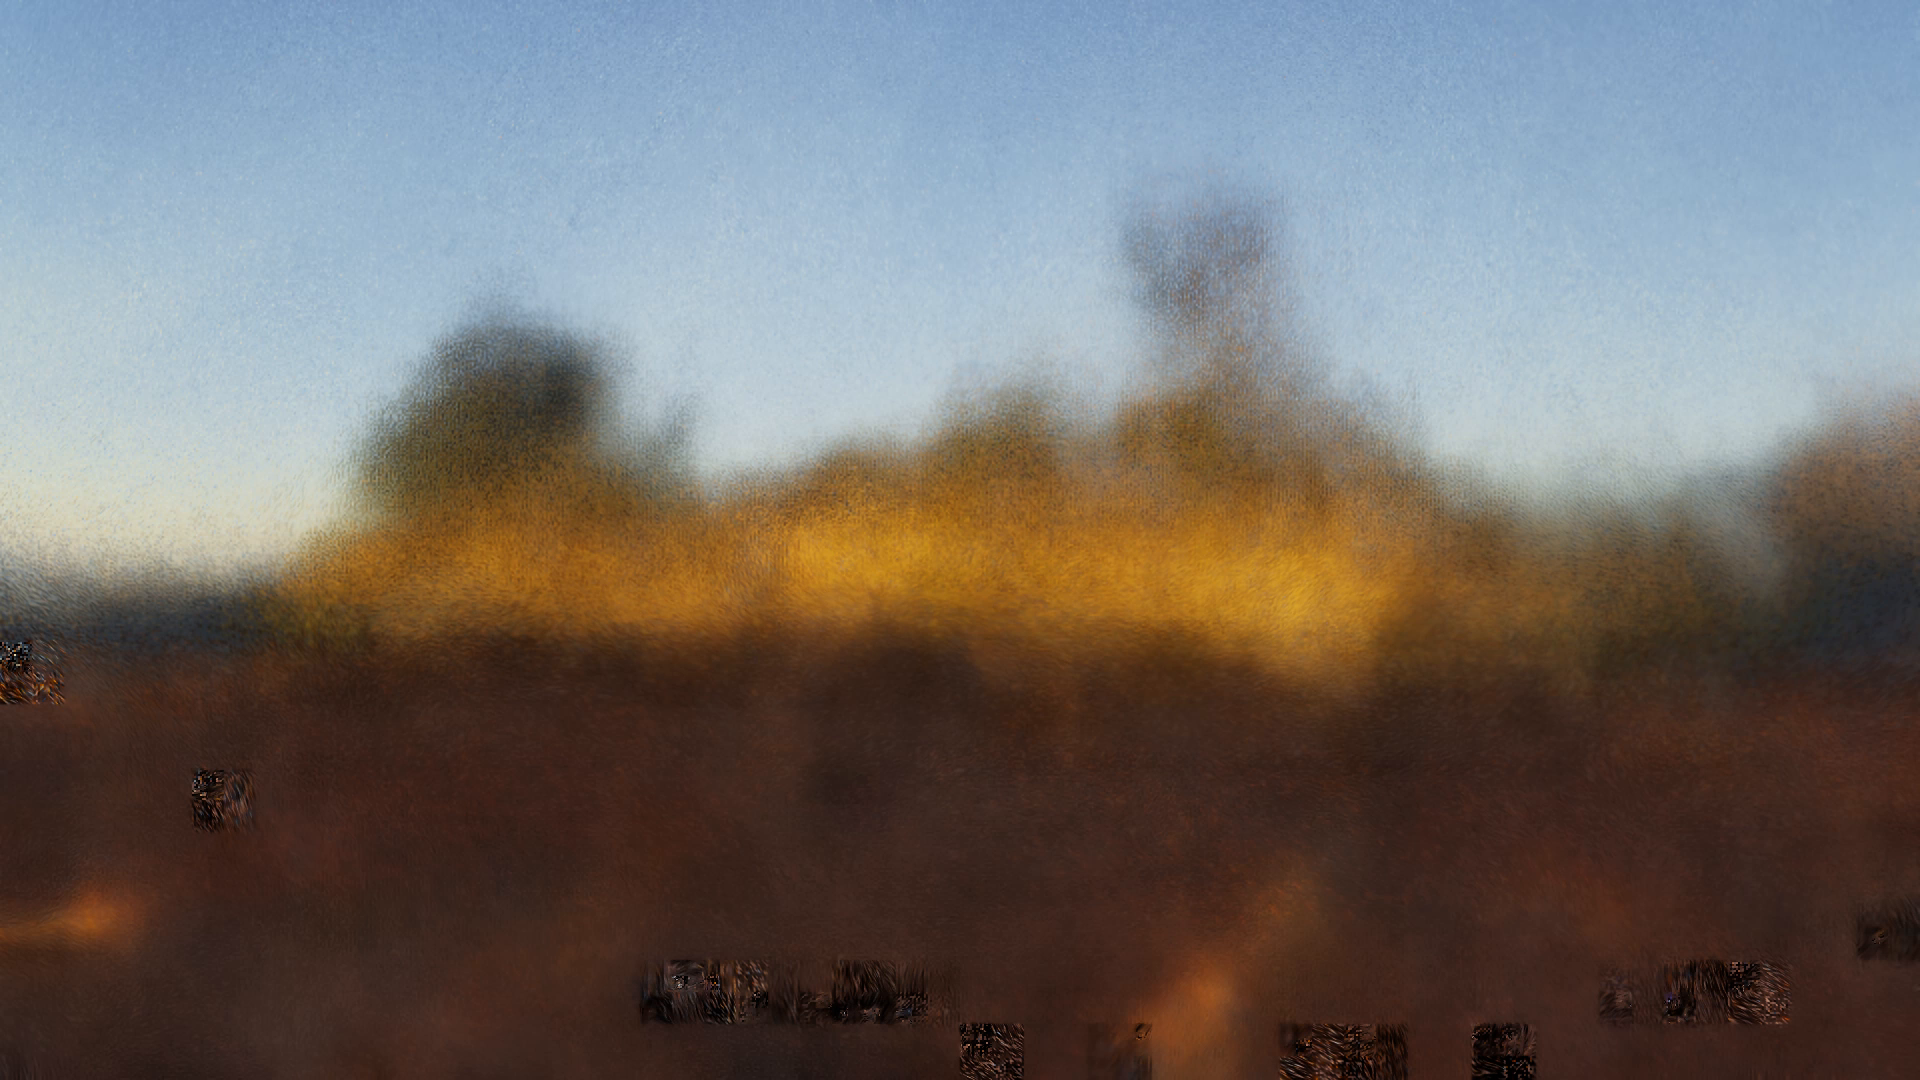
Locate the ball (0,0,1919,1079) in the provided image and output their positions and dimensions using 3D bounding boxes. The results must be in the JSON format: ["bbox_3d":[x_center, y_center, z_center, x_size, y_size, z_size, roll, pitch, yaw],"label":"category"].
[{"bbox_3d":[0.002,-0.001,0.052,0.080,0.080,0.080,0,4,0],"label":"ball"}]
